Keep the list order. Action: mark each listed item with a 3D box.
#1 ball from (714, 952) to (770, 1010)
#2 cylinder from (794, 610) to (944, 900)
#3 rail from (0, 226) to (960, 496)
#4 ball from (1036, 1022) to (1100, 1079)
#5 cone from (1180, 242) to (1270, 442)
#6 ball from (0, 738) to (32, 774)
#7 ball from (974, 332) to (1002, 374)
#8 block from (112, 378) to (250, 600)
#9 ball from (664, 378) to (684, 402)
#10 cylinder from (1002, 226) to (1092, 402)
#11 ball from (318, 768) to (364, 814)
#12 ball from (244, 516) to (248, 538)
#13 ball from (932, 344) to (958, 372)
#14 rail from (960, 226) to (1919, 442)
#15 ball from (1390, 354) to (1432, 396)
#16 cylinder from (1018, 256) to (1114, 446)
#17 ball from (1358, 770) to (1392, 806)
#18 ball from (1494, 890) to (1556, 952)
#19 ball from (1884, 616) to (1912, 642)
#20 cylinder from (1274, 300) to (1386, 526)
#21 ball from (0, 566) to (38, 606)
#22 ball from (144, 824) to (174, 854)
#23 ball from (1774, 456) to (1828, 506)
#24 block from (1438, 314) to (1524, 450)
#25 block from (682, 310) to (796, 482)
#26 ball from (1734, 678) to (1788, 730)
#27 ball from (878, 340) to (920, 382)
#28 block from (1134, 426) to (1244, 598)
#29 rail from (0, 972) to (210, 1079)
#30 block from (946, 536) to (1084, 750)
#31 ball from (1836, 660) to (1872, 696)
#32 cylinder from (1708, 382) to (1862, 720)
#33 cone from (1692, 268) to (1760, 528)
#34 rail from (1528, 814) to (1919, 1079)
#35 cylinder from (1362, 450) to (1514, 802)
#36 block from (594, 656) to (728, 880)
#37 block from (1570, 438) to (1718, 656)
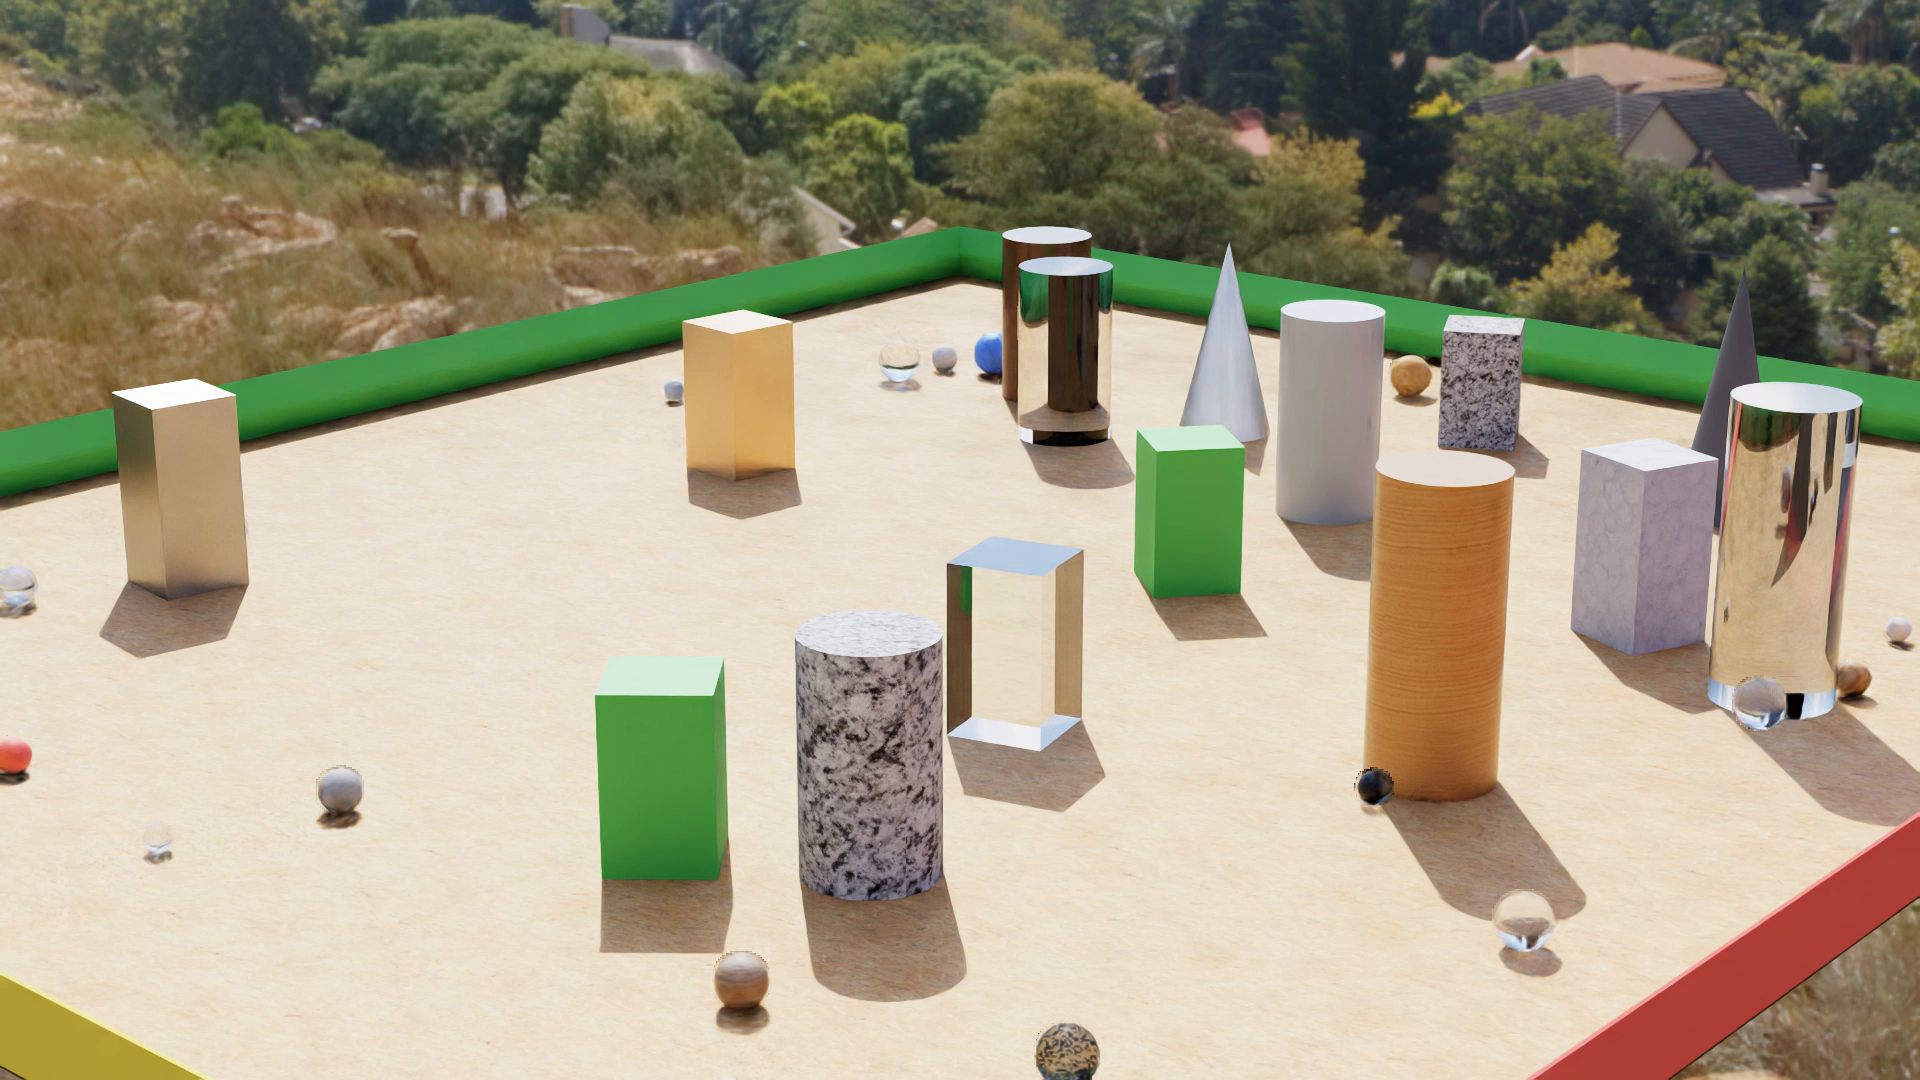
[{"bbox_3d":[-0.265,0.535,3.555,0.068,0.068,0.068,0,17,0],"label":"ball"},{"bbox_3d":[-0.120,0.285,3.914,0.195,0.340,0.195,0,17,0],"label":"cylinder"},{"bbox_3d":[-1.357,-0.308,6.248,0.045,0.127,4.187,14,22,39],"label":"rail"},{"bbox_3d":[0.123,0.591,3.360,0.075,0.075,0.075,0,17,0],"label":"ball"},{"bbox_3d":[0.560,-0.426,6.160,0.195,0.406,0.195,0,17,0],"label":"cone"},{"bbox_3d":[-1.391,0.316,4.309,0.053,0.053,0.053,0,17,0],"label":"ball"},{"bbox_3d":[0.079,-0.427,6.697,0.097,0.097,0.097,0,17,0],"label":"ball"},{"bbox_3d":[-1.369,-0.090,5.153,0.156,0.344,0.156,-14,22,-38],"label":"block"},{"bbox_3d":[-0.628,-0.330,6.455,0.051,0.051,0.051,0,17,0],"label":"ball"},{"bbox_3d":[0.190,-0.495,6.469,0.195,0.359,0.195,0,17,0],"label":"cylinder"},{"bbox_3d":[-0.879,0.356,4.160,0.064,0.064,0.064,0,17,0],"label":"ball"},{"bbox_3d":[-1.344,-0.019,5.361,0.085,0.085,0.085,0,17,0],"label":"ball"},{"bbox_3d":[-0.035,-0.418,6.731,0.061,0.061,0.061,0,17,0],"label":"ball"},{"bbox_3d":[1.357,-0.419,6.617,3.642,0.127,0.045,14,22,39],"label":"rail"},{"bbox_3d":[0.999,-0.365,6.499,0.092,0.092,0.092,0,17,0],"label":"ball"},{"bbox_3d":[0.220,-0.395,6.131,0.195,0.362,0.195,0,17,0],"label":"cylinder"},{"bbox_3d":[0.592,0.354,4.189,0.050,0.050,0.050,0,17,0],"label":"ball"},{"bbox_3d":[0.715,0.483,3.715,0.076,0.076,0.076,0,17,0],"label":"ball"},{"bbox_3d":[1.562,0.149,4.882,0.043,0.043,0.043,0,17,0],"label":"ball"},{"bbox_3d":[0.702,-0.243,5.575,0.195,0.393,0.195,0,17,0],"label":"cylinder"},{"bbox_3d":[-1.629,0.080,5.062,0.071,0.071,0.071,0,17,0],"label":"ball"},{"bbox_3d":[-1.099,0.410,4.021,0.040,0.040,0.040,0,17,0],"label":"ball"},{"bbox_3d":[1.602,-0.113,5.586,0.098,0.098,0.098,0,17,0],"label":"ball"},{"bbox_3d":[1.087,-0.329,6.114,0.156,0.246,0.156,4,17,13],"label":"block"},{"bbox_3d":[-0.444,-0.291,5.893,0.156,0.302,0.156,-15,23,-41],"label":"block"},{"bbox_3d":[1.224,0.250,4.483,0.079,0.079,0.079,0,17,0],"label":"ball"},{"bbox_3d":[-0.137,-0.405,6.628,0.096,0.096,0.096,0,17,0],"label":"ball"},{"bbox_3d":[0.402,-0.052,5.162,0.156,0.265,0.156,-3,17,-9],"label":"block"},{"bbox_3d":[-1.357,0.483,3.624,3.642,0.127,0.045,14,22,39],"label":"rail"},{"bbox_3d":[0.084,0.155,4.459,0.156,0.274,0.156,8,19,25],"label":"block"},{"bbox_3d":[1.407,0.218,4.625,0.058,0.058,0.058,0,17,0],"label":"ball"},{"bbox_3d":[1.279,0.015,4.554,0.195,0.488,0.195,0,17,0],"label":"cylinder"},{"bbox_3d":[1.465,-0.281,5.545,0.195,0.483,0.195,0,17,0],"label":"cone"},{"bbox_3d":[1.357,0.372,3.992,0.045,0.127,4.187,14,22,39],"label":"rail"},{"bbox_3d":[0.688,0.123,4.227,0.195,0.470,0.195,0,17,0],"label":"cylinder"},{"bbox_3d":[-0.402,0.308,3.975,0.156,0.262,0.156,0,17,1],"label":"block"},{"bbox_3d":[1.136,0.009,4.874,0.156,0.315,0.156,-9,19,-27],"label":"block"}]
